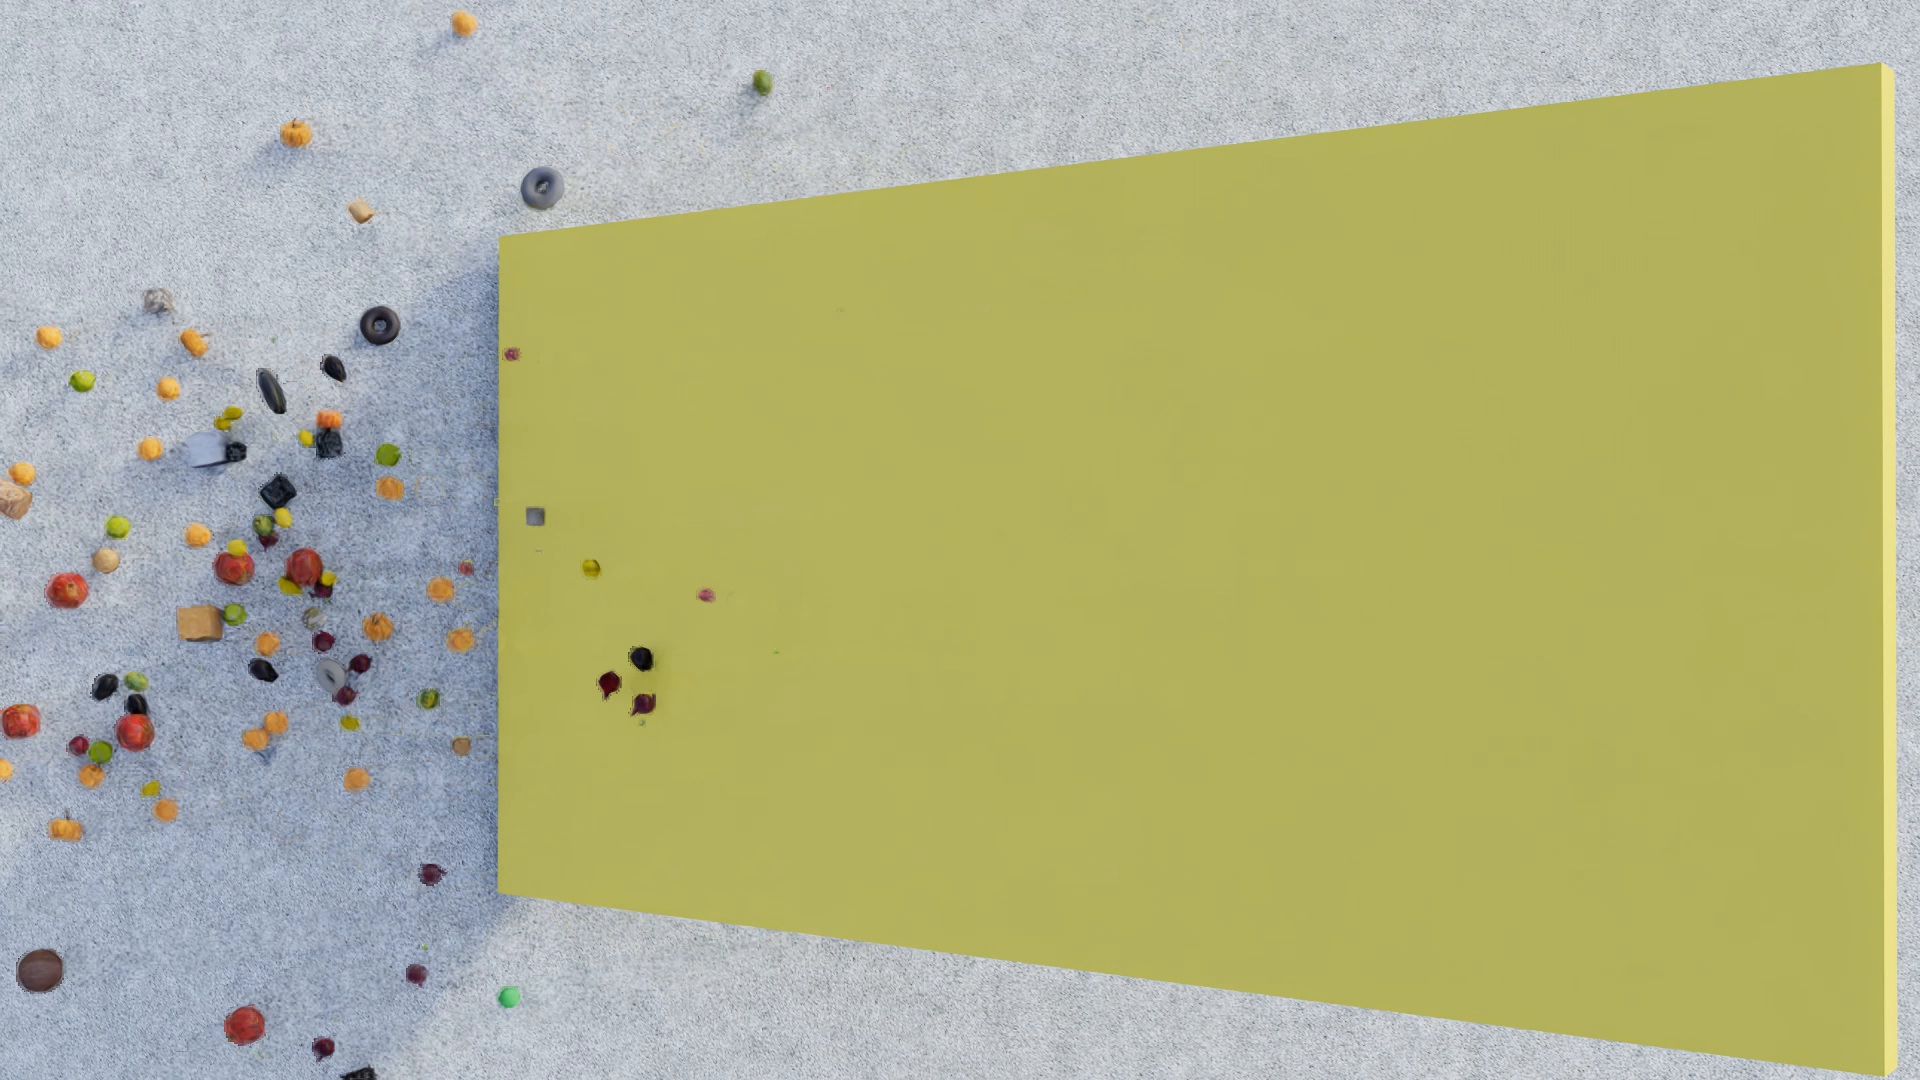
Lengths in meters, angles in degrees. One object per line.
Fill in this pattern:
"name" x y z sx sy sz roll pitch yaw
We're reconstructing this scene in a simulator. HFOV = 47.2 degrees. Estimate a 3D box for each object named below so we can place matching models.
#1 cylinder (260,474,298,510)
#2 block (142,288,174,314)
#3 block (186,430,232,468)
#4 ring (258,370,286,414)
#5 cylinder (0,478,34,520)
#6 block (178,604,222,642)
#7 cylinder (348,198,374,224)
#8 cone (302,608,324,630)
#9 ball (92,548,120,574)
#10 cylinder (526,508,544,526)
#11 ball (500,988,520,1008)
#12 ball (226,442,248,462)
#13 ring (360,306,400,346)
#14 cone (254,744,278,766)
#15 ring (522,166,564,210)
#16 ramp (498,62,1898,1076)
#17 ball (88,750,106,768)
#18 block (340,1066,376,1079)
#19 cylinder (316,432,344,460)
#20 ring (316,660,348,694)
"cylinder" -2.090 -0.145 6.742 0.078 0.078 0.078 -39 90 0
"block" -2.462 -0.734 6.753 0.063 0.063 0.063 -9 90 3
"block" -2.299 -0.278 6.734 0.096 0.096 0.096 -12 90 0
"ring" -2.081 -0.448 6.657 0.048 0.143 0.143 -23 90 -9
"cylinder" -2.881 -0.124 6.664 0.095 0.095 0.095 27 90 0
"block" -2.323 0.256 6.724 0.095 0.095 0.095 -8 82 2
"cylinder" -1.830 -1.003 6.718 0.058 0.058 0.058 -36 91 0
"cone" -1.995 0.245 6.743 0.072 0.072 0.072 0 90 0
"ball" -2.616 0.065 6.735 0.077 0.077 0.077 0 90 0
"cylinder" -1.270 -0.068 6.569 0.052 0.052 0.052 -1 89 0
"ball" -1.380 1.403 6.738 0.063 0.063 0.063 0 90 0
"ball" -2.217 -0.270 6.738 0.062 0.062 0.062 0 90 0
"ring" -1.784 -0.660 6.765 0.122 0.041 0.122 0 86 0
"cone" -2.123 0.649 6.760 0.067 0.067 0.067 47 64 0
"ring" -1.281 -1.081 6.750 0.139 0.046 0.139 -2 77 10
"ramp" 0.236 0.066 5.557 4.000 0.100 2.000 0 89 36
"ball" -2.643 0.668 6.737 0.055 0.055 0.055 0 90 0
"block" -1.827 1.669 6.709 0.089 0.089 0.089 -16 90 -26
"cylinder" -1.931 -0.289 6.735 0.072 0.072 0.072 -10 91 0
"ring" -1.925 0.418 6.737 0.113 0.038 0.113 12 115 26
